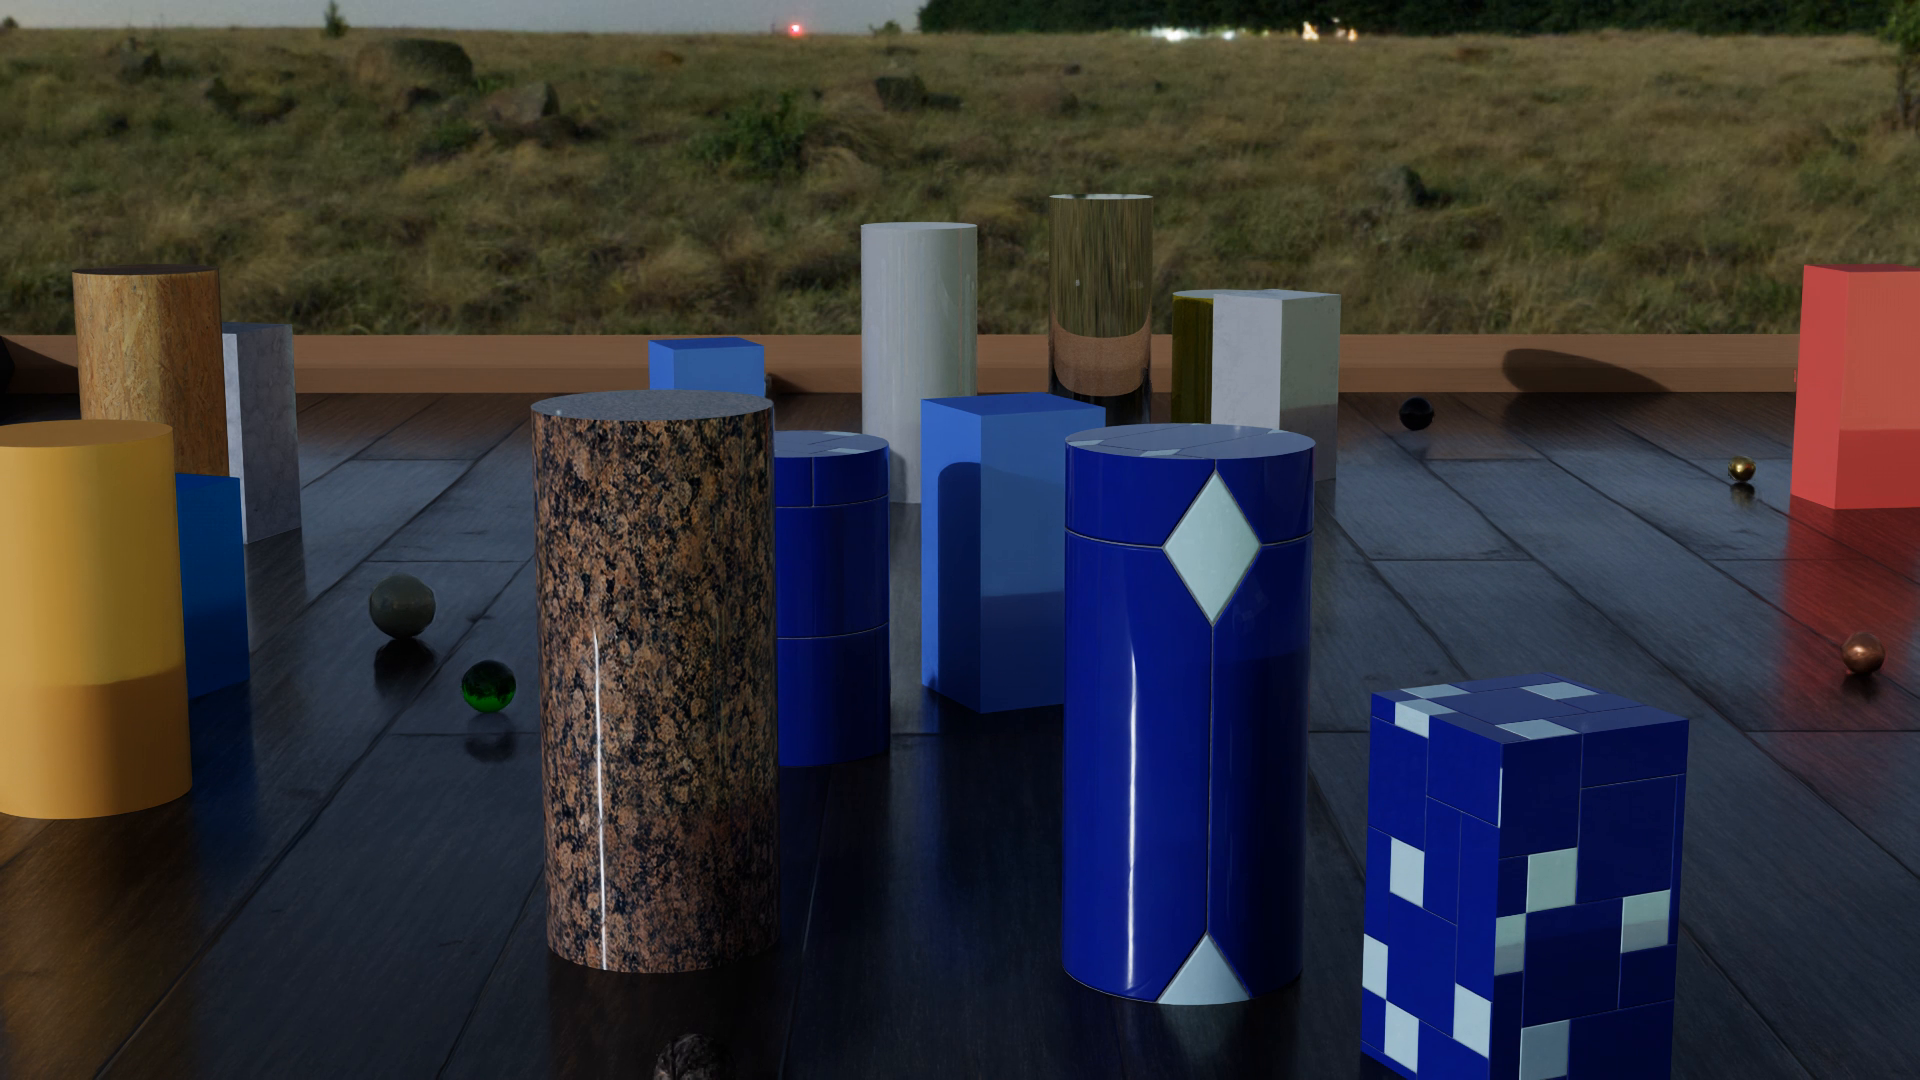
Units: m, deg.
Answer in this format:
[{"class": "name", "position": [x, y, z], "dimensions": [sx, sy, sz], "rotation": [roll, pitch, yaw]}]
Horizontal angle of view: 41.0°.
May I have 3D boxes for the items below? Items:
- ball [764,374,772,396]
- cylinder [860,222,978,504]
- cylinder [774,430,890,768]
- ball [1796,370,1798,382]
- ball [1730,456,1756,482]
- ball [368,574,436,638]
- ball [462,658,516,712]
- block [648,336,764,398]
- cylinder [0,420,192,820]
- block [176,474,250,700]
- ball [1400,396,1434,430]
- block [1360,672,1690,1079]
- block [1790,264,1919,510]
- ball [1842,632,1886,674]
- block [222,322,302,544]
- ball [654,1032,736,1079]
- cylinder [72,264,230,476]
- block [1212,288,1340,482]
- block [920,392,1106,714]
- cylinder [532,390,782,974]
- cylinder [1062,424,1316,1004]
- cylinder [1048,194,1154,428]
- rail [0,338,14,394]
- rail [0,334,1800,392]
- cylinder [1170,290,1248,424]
[{"class": "ball", "position": [-0.443, -0.347, 5.726], "dimensions": [0.050, 0.050, 0.050], "rotation": [0, 10, 0]}, {"class": "cylinder", "position": [-0.069, -0.306, 4.376], "dimensions": [0.198, 0.459, 0.198], "rotation": [0, 10, 0]}, {"class": "cylinder", "position": [-0.175, 0.059, 2.764], "dimensions": [0.198, 0.329, 0.198], "rotation": [0, 10, 0]}, {"class": "ball", "position": [1.908, -0.366, 5.694], "dimensions": [0.099, 0.099, 0.099], "rotation": [0, 10, 0]}, {"class": "ball", "position": [1.387, -0.126, 4.545], "dimensions": [0.045, 0.045, 0.045], "rotation": [0, 10, 0]}, {"class": "ball", "position": [-0.717, 0.085, 3.298], "dimensions": [0.084, 0.084, 0.084], "rotation": [0, 10, 0]}, {"class": "ball", "position": [-0.536, 0.166, 2.921], "dimensions": [0.061, 0.061, 0.061], "rotation": [0, 10, 0]}, {"class": "block", "position": [-0.434, -0.209, 4.406], "dimensions": [0.158, 0.259, 0.158], "rotation": [-4, 11, -21]}, {"class": "cylinder", "position": [-0.883, 0.074, 2.575], "dimensions": [0.198, 0.367, 0.198], "rotation": [0, 10, 0]}, {"class": "block", "position": [-0.957, 0.054, 3.021], "dimensions": [0.158, 0.245, 0.158], "rotation": [4, 11, 22]}, {"class": "ball", "position": [0.921, -0.255, 5.176], "dimensions": [0.068, 0.068, 0.068], "rotation": [0, 10, 0]}, {"class": "block", "position": [0.405, 0.254, 1.858], "dimensions": [0.158, 0.275, 0.158], "rotation": [-5, 12, -24]}, {"class": "block", "position": [1.520, -0.261, 4.315], "dimensions": [0.158, 0.393, 0.158], "rotation": [-2, 11, -8]}, {"class": "ball", "position": [1.094, 0.137, 3.106], "dimensions": [0.051, 0.051, 0.051], "rotation": [0, 10, 0]}, {"class": "block", "position": [-1.151, -0.171, 4.021], "dimensions": [0.158, 0.324, 0.158], "rotation": [3, 11, 16]}, {"class": "ball", "position": [-0.186, 0.375, 1.802], "dimensions": [0.057, 0.057, 0.057], "rotation": [0, 10, 0]}, {"class": "cylinder", "position": [-1.145, -0.163, 3.649], "dimensions": [0.198, 0.443, 0.198], "rotation": [0, 10, 0]}, {"class": "block", "position": [0.560, -0.273, 4.560], "dimensions": [0.158, 0.328, 0.158], "rotation": [-9, 14, -41]}, {"class": "block", "position": [0.060, 0.010, 2.992], "dimensions": [0.158, 0.342, 0.158], "rotation": [-5, 12, -25]}, {"class": "cylinder", "position": [-0.251, 0.111, 2.141], "dimensions": [0.198, 0.453, 0.198], "rotation": [0, 10, 0]}, {"class": "cylinder", "position": [0.182, 0.134, 2.072], "dimensions": [0.198, 0.433, 0.198], "rotation": [0, 10, 0]}, {"class": "cylinder", "position": [0.268, -0.415, 4.909], "dimensions": [0.198, 0.481, 0.198], "rotation": [0, 10, 0]}, {"class": "rail", "position": [-2.115, 0.035, 3.437], "dimensions": [0.045, 0.129, 4.727], "rotation": [0, 10, 0]}, {"class": "rail", "position": [-0.013, -0.393, 5.749], "dimensions": [4.277, 0.129, 0.045], "rotation": [0, 10, 0]}, {"class": "cylinder", "position": [0.496, -0.308, 4.811], "dimensions": [0.198, 0.306, 0.198], "rotation": [0, 10, 0]}]
